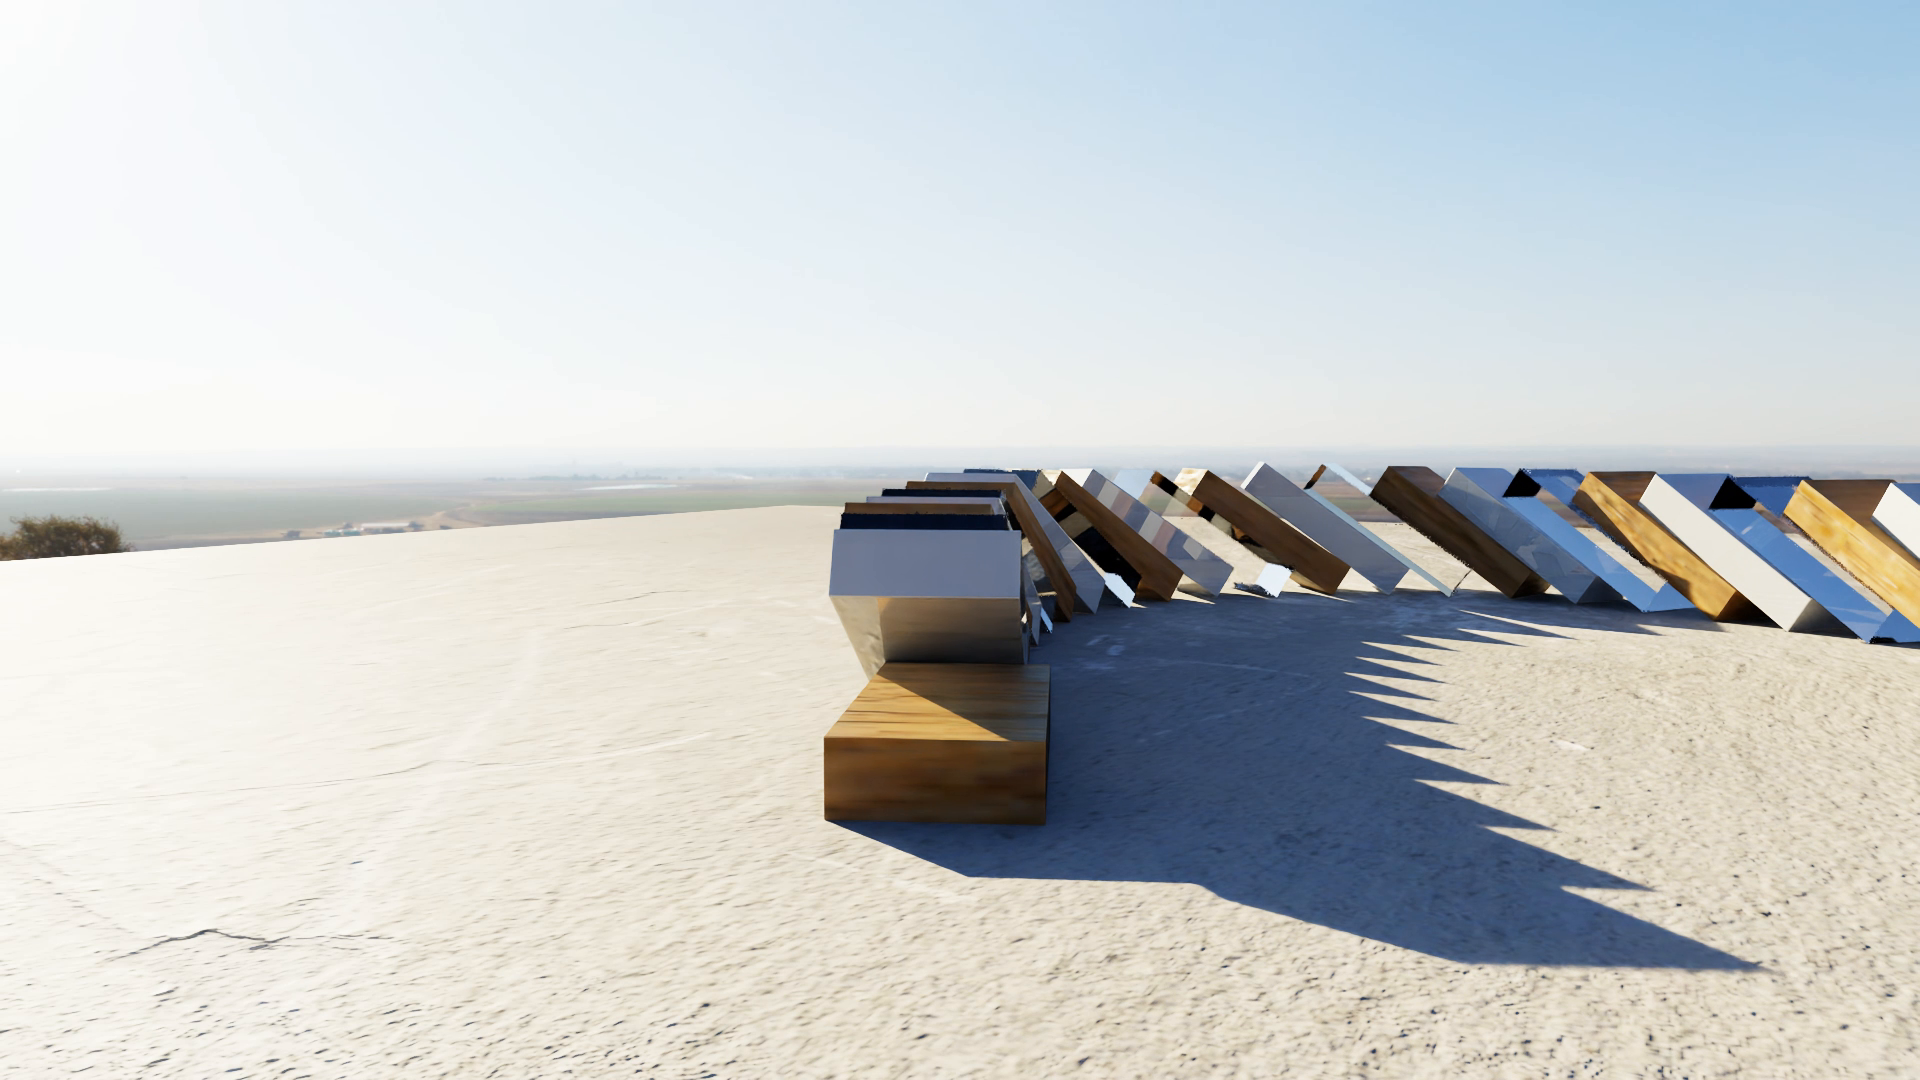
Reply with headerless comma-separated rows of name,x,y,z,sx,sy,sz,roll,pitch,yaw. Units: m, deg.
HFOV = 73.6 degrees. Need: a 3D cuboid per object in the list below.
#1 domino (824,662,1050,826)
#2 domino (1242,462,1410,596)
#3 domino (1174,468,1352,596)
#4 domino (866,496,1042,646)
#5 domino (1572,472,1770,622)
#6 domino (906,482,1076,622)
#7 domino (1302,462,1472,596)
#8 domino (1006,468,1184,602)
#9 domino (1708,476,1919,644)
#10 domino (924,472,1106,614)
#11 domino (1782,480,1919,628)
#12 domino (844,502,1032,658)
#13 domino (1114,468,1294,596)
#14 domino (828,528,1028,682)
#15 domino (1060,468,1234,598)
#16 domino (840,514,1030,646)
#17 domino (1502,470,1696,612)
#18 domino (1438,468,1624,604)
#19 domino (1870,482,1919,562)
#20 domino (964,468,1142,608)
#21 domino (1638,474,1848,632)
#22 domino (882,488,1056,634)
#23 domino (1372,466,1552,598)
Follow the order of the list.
domino,-0.001,0.025,0.169,0.025,0.009,0.050,0,4,5
domino,0.106,-0.004,0.374,0.050,0.009,0.025,37,9,6
domino,0.085,-0.003,0.370,0.050,0.009,0.025,33,0,-7
domino,0.000,0.007,0.253,0.025,0.009,0.050,1,-25,14
domino,0.184,0.000,0.328,0.025,0.009,0.050,-2,37,-24
domino,0.007,0.003,0.292,0.025,0.010,0.050,2,-27,23
domino,0.125,-0.004,0.374,0.050,0.009,0.025,39,18,17
domino,0.034,-0.001,0.344,0.050,0.009,0.025,37,-16,-29
domino,0.200,0.003,0.293,0.025,0.009,0.050,-1,37,-16
domino,0.013,0.001,0.312,0.025,0.009,0.050,3,-29,36
domino,0.206,0.005,0.275,0.025,0.010,0.050,-1,36,-12
domino,-0.003,0.009,0.234,0.025,0.009,0.050,1,-25,12
domino,0.067,-0.002,0.363,0.050,0.009,0.025,33,-4,-15
domino,-0.003,0.013,0.192,0.025,0.009,0.050,0,-23,4
domino,0.049,-0.002,0.358,0.050,0.009,0.025,33,-6,-15
domino,-0.003,0.011,0.213,0.025,0.009,0.050,1,-24,8
domino,0.173,-0.001,0.343,0.025,0.009,0.050,-2,38,-31
domino,0.161,-0.002,0.358,0.025,0.009,0.050,-2,38,-36
domino,0.212,0.006,0.256,0.025,0.009,0.050,0,36,-6
domino,0.023,0.000,0.328,0.025,0.010,0.050,4,-29,44
domino,0.193,0.002,0.311,0.025,0.009,0.050,-2,37,-20
domino,0.002,0.005,0.273,0.025,0.010,0.050,1,-26,19
domino,0.146,-0.003,0.369,0.025,0.009,0.050,-3,39,-46
